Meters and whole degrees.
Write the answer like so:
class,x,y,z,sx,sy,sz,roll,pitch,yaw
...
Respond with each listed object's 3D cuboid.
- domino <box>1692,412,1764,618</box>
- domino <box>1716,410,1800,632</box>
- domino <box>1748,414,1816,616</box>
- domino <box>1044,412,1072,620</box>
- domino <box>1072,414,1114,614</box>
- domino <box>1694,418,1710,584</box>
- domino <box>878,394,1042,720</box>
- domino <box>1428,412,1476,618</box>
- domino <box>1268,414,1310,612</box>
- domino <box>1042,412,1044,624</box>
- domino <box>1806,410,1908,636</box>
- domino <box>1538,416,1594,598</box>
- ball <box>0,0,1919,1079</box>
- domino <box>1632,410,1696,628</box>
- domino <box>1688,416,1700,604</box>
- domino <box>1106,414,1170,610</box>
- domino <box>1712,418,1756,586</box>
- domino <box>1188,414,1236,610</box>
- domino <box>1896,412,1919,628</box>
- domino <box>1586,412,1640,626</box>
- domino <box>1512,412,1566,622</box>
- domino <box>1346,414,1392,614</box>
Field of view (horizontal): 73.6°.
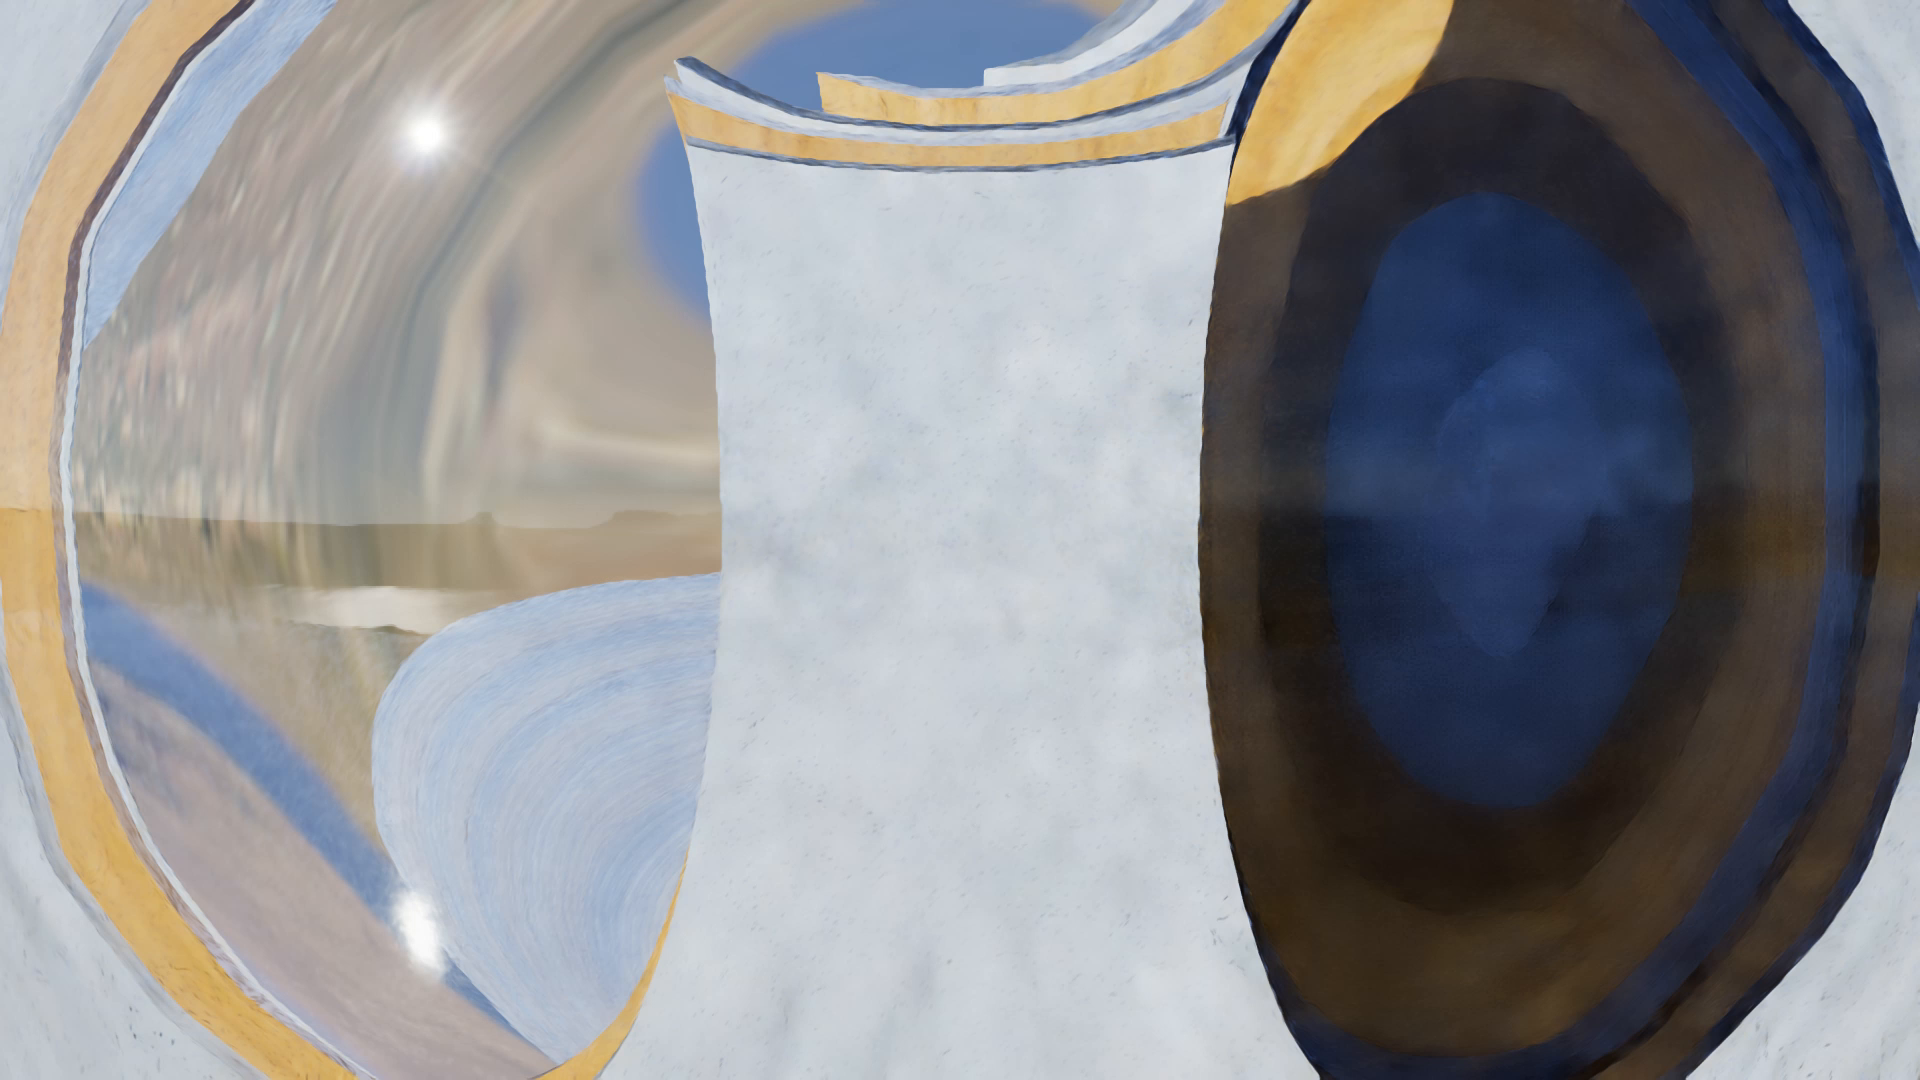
class,x,y,z,sx,sy,sz,roll,pitch,yaw
domino,0.195,-0.007,0.325,0.009,0.050,0.025,4,6,41
domino,0.186,-0.005,0.301,0.010,0.050,0.025,2,5,19
domino,0.214,-0.007,0.322,0.010,0.050,0.025,-1,4,-14
domino,0.014,-0.006,0.318,0.025,0.050,0.009,3,5,31
domino,0.028,-0.007,0.333,0.009,0.050,0.025,-3,5,-33
domino,0.219,-0.012,0.398,0.010,0.050,0.025,-1,4,-8
domino,0.000,0.002,0.201,0.025,0.050,0.009,0,4,0
domino,0.125,-0.007,0.325,0.010,0.050,0.025,2,5,20
domino,0.086,-0.008,0.337,0.009,0.050,0.025,1,4,14
domino,0.006,-0.005,0.300,0.025,0.050,0.010,1,4,17
domino,0.206,-0.005,0.295,0.009,0.050,0.025,1,4,16
domino,0.177,-0.009,0.359,0.025,0.050,0.009,0,4,-2
ball,0.000,-0.002,0.056,0.080,0.080,0.080,0,4,0
domino,0.169,-0.006,0.308,0.009,0.050,0.025,3,5,33
domino,0.183,-0.008,0.340,0.025,0.050,0.009,-2,5,-26
domino,0.047,-0.008,0.339,0.010,0.050,0.025,-1,4,-9
domino,0.238,-0.012,0.393,0.010,0.050,0.025,2,5,28
domino,0.067,-0.008,0.340,0.010,0.050,0.025,0,4,5
domino,0.225,-0.004,0.291,0.009,0.050,0.025,0,4,5
domino,0.160,-0.006,0.311,0.010,0.050,0.025,3,5,33
domino,0.143,-0.006,0.318,0.009,0.050,0.025,2,5,21
domino,0.106,-0.007,0.331,0.010,0.050,0.025,1,4,16
